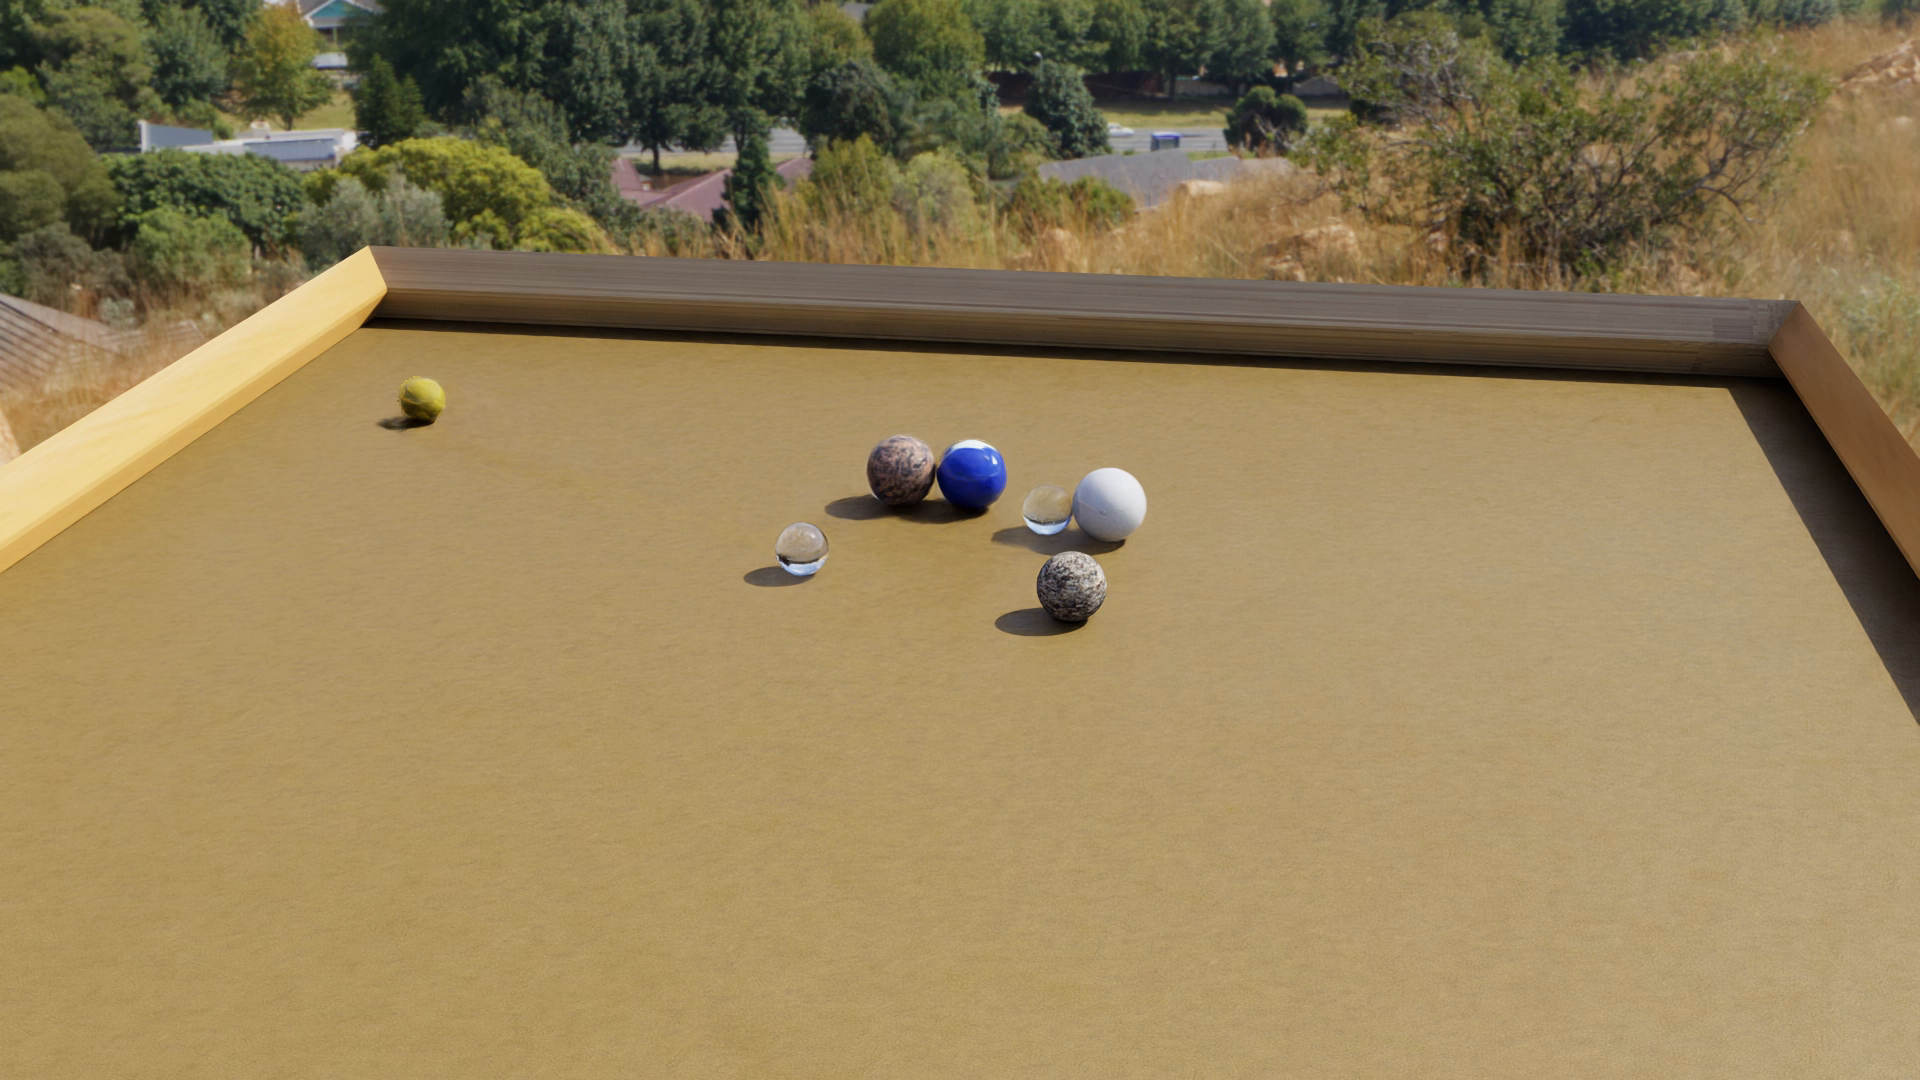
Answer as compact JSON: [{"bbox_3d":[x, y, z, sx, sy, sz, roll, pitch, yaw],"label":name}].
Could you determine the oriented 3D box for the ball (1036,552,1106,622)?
[{"bbox_3d":[0.120,0.050,2.364,0.076,0.076,0.076,0,22,0],"label":"ball"}]

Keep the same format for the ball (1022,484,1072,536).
[{"bbox_3d":[0.104,-0.036,2.602,0.060,0.060,0.060,0,22,0],"label":"ball"}]

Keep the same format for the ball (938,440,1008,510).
[{"bbox_3d":[0.015,-0.078,2.675,0.086,0.086,0.086,0,22,0],"label":"ball"}]

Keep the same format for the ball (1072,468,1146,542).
[{"bbox_3d":[0.175,-0.041,2.578,0.088,0.088,0.088,0,22,0],"label":"ball"}]

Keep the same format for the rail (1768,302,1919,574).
[{"bbox_3d":[0.906,0.371,1.500,0.045,0.114,3.636,3,22,8],"label":"rail"}]

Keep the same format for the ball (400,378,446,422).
[{"bbox_3d":[-0.731,-0.191,2.993,0.060,0.060,0.060,0,22,0],"label":"ball"}]

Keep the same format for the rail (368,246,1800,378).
[{"bbox_3d":[0.133,-0.340,3.297,2.157,0.114,0.045,3,22,8],"label":"rail"}]

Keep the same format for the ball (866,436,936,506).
[{"bbox_3d":[-0.072,-0.084,2.688,0.086,0.086,0.086,0,22,0],"label":"ball"}]

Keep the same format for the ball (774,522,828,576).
[{"bbox_3d":[-0.179,0.010,2.485,0.061,0.061,0.061,0,22,0],"label":"ball"}]

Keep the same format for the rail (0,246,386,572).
[{"bbox_3d":[-1.180,0.254,1.795,0.045,0.114,3.636,3,22,8],"label":"rail"}]
